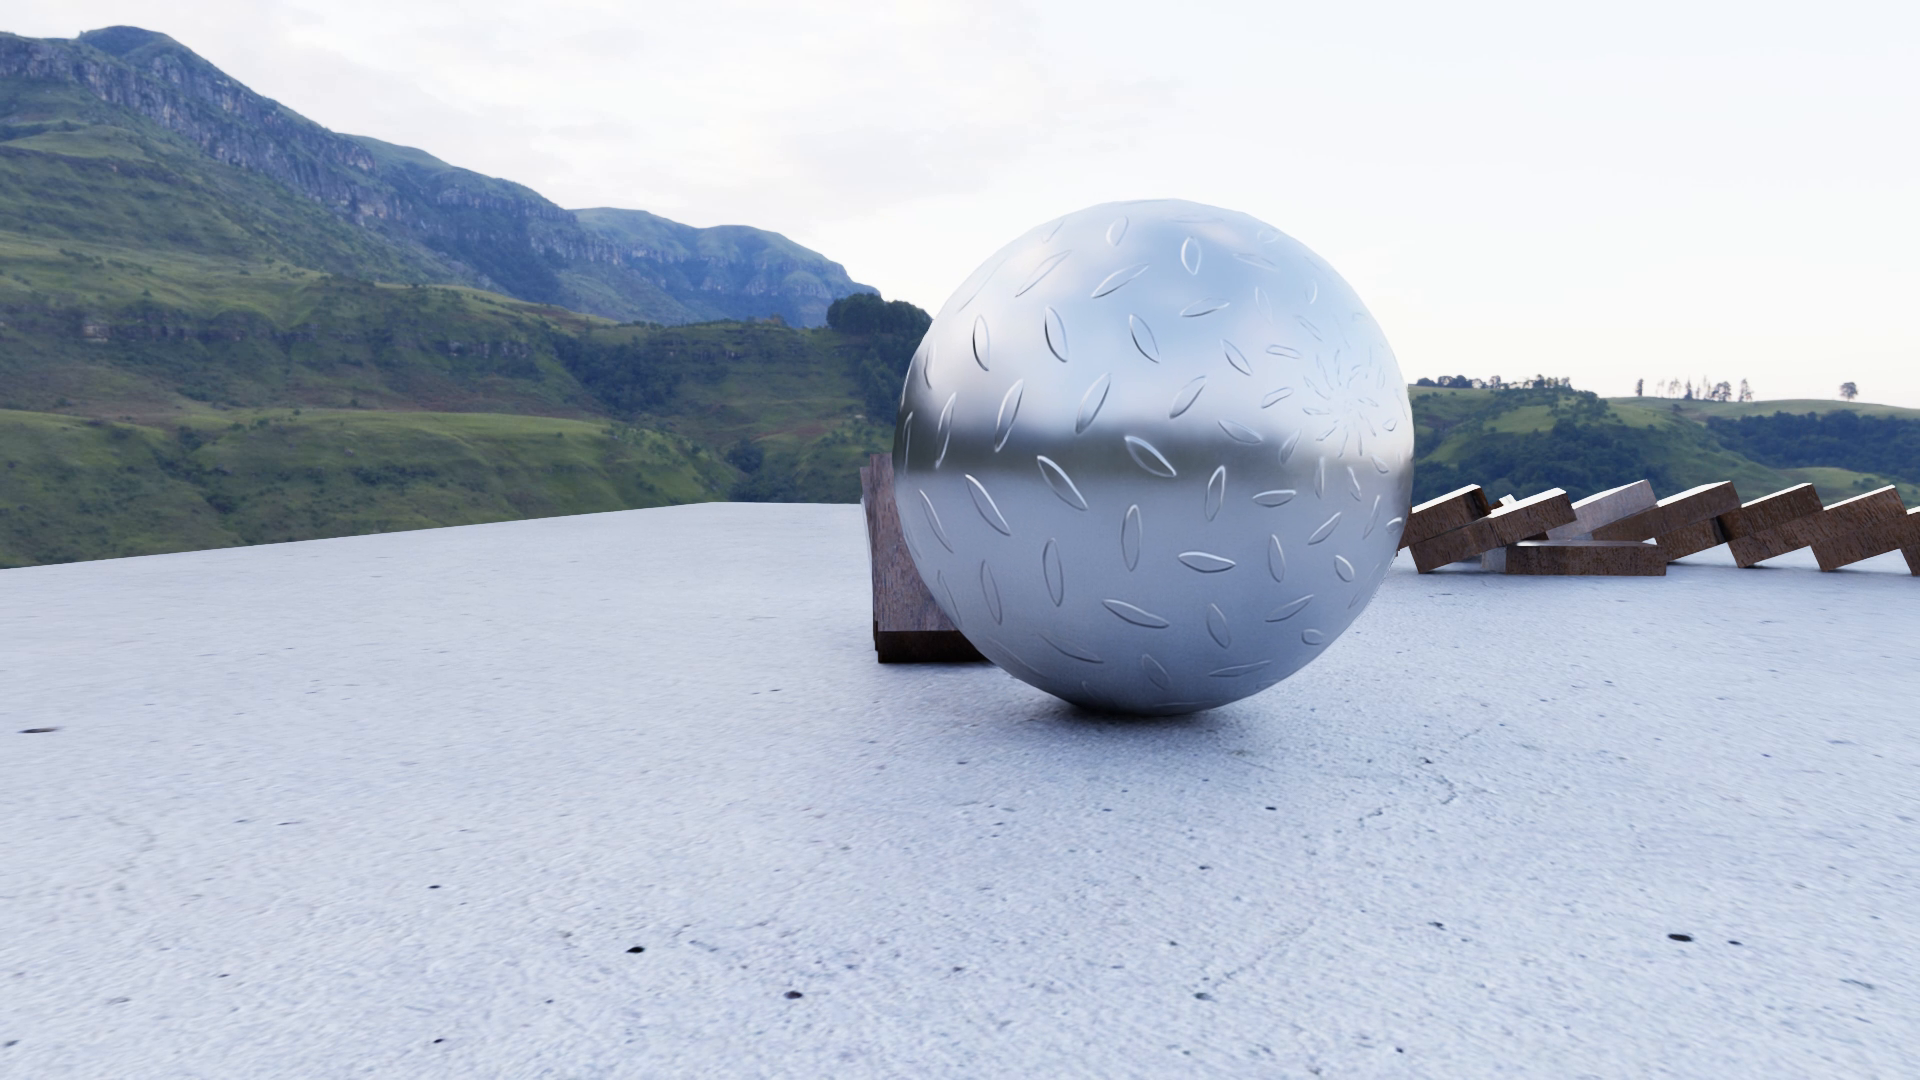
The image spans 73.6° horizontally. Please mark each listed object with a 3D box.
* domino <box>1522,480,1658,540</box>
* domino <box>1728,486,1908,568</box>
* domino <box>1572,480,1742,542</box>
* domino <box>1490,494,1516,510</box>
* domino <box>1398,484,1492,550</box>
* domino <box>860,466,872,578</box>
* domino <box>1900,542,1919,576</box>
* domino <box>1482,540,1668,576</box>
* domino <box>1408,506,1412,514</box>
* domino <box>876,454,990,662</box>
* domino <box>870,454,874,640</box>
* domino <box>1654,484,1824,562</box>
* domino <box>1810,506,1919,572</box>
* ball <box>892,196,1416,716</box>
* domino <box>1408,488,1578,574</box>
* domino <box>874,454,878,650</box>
[{"bbox_3d":[0.227,-0.008,0.473,0.050,0.010,0.025,-19,-5,-17],"label":"domino"},{"bbox_3d":[0.291,-0.004,0.436,0.050,0.009,0.025,-25,-11,33],"label":"domino"},{"bbox_3d":[0.251,-0.007,0.465,0.050,0.010,0.025,-21,-4,7],"label":"domino"},{"bbox_3d":[0.196,-0.005,0.479,0.025,0.010,0.050,-40,-14,24],"label":"domino"},{"bbox_3d":[0.152,-0.004,0.434,0.050,0.010,0.025,-23,-2,16],"label":"domino"},{"bbox_3d":[-0.010,0.000,0.310,0.025,0.009,0.050,-4,40,-7],"label":"domino"},{"bbox_3d":[0.329,-0.002,0.407,0.050,0.010,0.025,-26,-12,36],"label":"domino"},{"bbox_3d":[0.204,0.006,0.428,0.050,0.009,0.025,0,4,5],"label":"domino"},{"bbox_3d":[0.128,-0.005,0.443,0.050,0.010,0.025,-23,0,11],"label":"domino"},{"bbox_3d":[-0.005,0.003,0.265,0.025,0.009,0.050,0,46,-4],"label":"domino"},{"bbox_3d":[-0.008,0.000,0.293,0.025,0.010,0.050,-1,46,-4],"label":"domino"},{"bbox_3d":[0.272,-0.006,0.451,0.050,0.009,0.025,-24,-9,26],"label":"domino"},{"bbox_3d":[0.310,-0.003,0.422,0.050,0.010,0.025,-25,-11,33],"label":"domino"},{"bbox_3d":[0.029,-0.013,0.202,0.080,0.080,0.080,0,4,0],"label":"ball"},{"bbox_3d":[0.175,-0.003,0.424,0.050,0.010,0.025,-22,-2,20],"label":"domino"},{"bbox_3d":[-0.006,0.002,0.279,0.025,0.010,0.050,0,46,-4],"label":"domino"}]
